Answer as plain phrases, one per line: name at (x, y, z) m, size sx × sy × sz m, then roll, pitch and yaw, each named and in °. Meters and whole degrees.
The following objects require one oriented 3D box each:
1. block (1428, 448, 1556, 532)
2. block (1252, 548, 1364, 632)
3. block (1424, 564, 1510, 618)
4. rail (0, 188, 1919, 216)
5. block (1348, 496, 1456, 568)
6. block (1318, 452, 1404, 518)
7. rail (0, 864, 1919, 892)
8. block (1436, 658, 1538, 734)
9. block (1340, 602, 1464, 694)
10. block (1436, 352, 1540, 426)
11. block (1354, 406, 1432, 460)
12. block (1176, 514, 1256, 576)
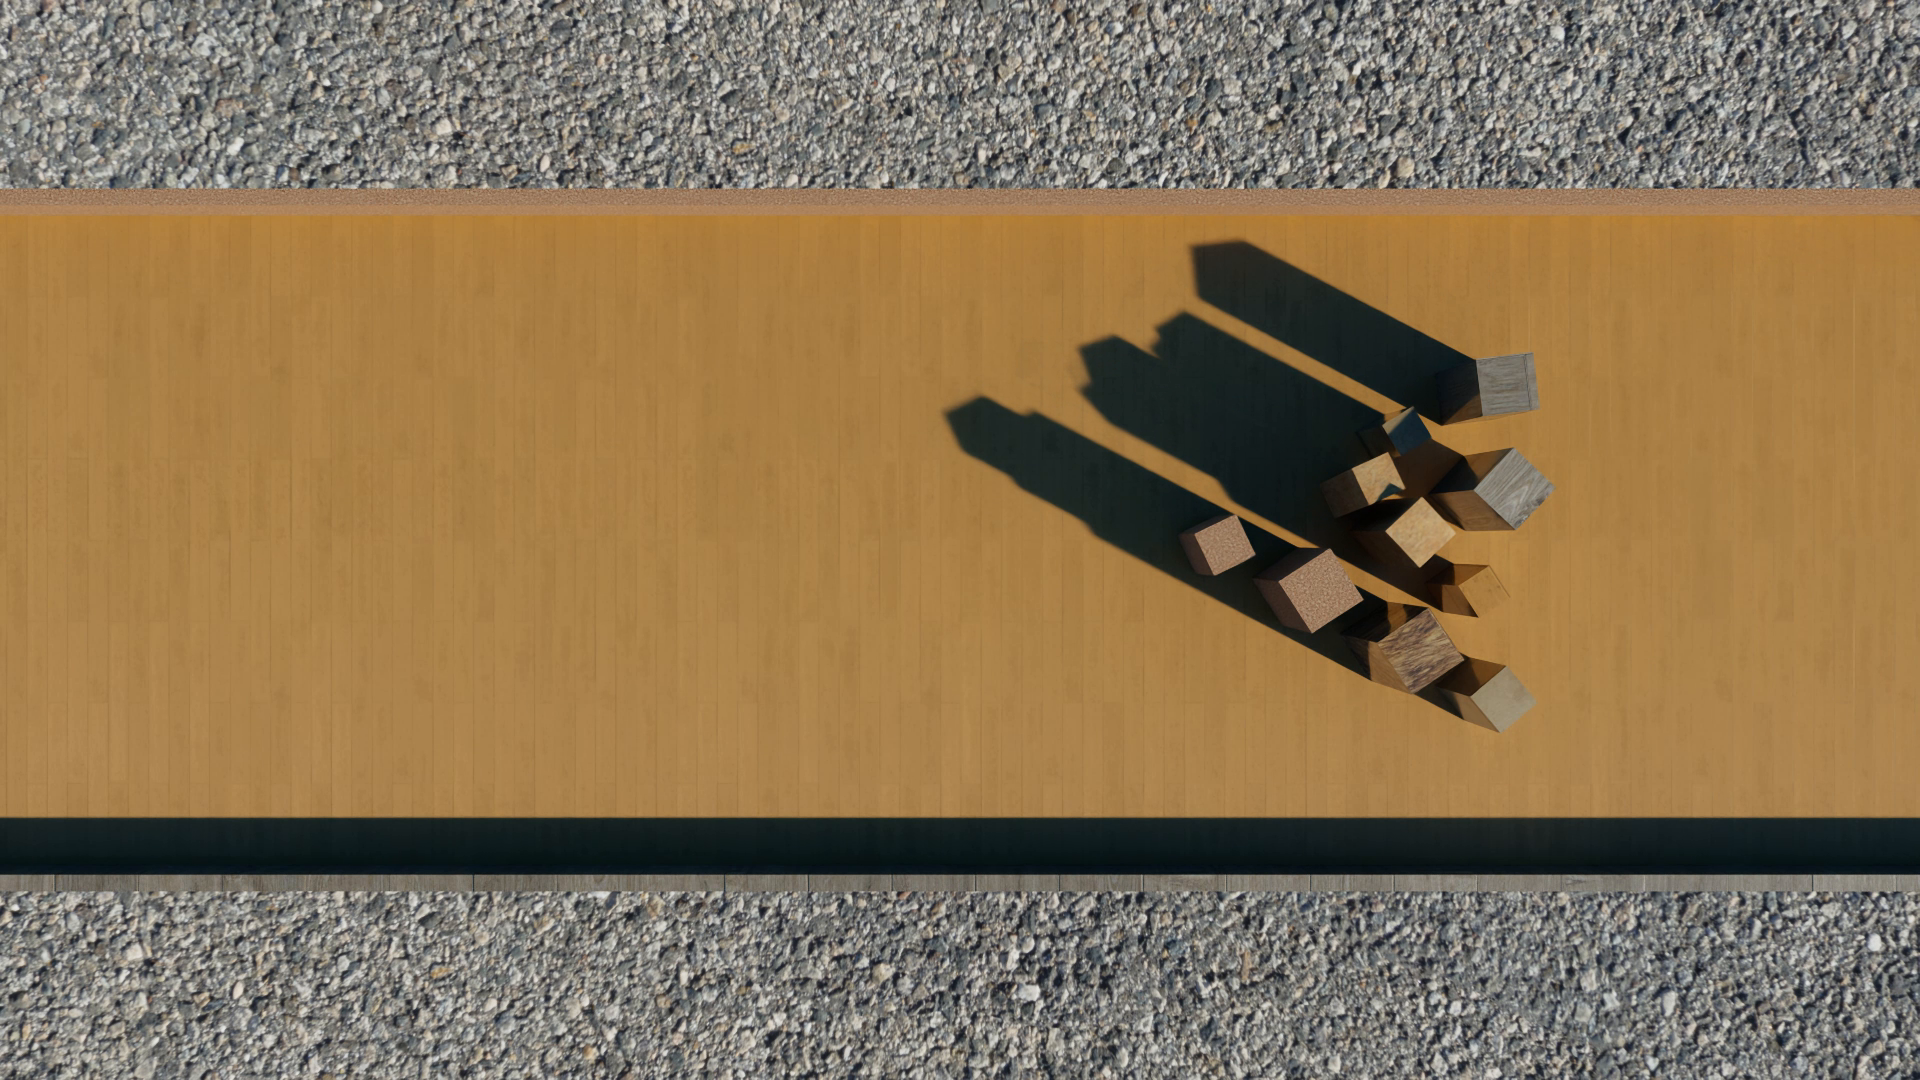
block at (1.554, -0.143, 4.848) m, size 0.164 × 0.457 × 0.164 m, roll 44°, pitch 90°, yaw 0°
block at (1.016, 0.143, 4.859) m, size 0.173 × 0.434 × 0.173 m, roll -33°, pitch 90°, yaw 0°
block at (1.504, 0.148, 4.902) m, size 0.109 × 0.348 × 0.109 m, roll -33°, pitch 90°, yaw 0°
rail at (-2.247, -1.025, 5.002) m, size 12.000 × 0.150 × 0.050 m, roll 0°, pitch 90°, yaw 0°
block at (1.294, -0.023, 4.855) m, size 0.141 × 0.442 × 0.141 m, roll -43°, pitch 90°, yaw 0°
block at (1.183, -0.158, 4.873) m, size 0.115 × 0.394 × 0.115 m, roll -24°, pitch 86°, yaw -3°
rail at (-2.247, 1.025, 5.001) m, size 12.000 × 0.150 × 0.050 m, roll 0°, pitch 90°, yaw 0°
block at (1.560, 0.458, 4.902) m, size 0.138 × 0.349 × 0.138 m, roll -40°, pitch 90°, yaw 0°
block at (1.291, 0.312, 4.848) m, size 0.177 × 0.456 × 0.177 m, roll -34°, pitch 90°, yaw 0°
block at (1.553, -0.442, 4.876) m, size 0.164 × 0.401 × 0.164 m, roll -7°, pitch 90°, yaw 0°
block at (1.287, -0.313, 4.912) m, size 0.105 × 0.328 × 0.105 m, roll -32°, pitch 90°, yaw 0°
block at (0.755, 0.014, 4.885) m, size 0.132 × 0.382 × 0.132 m, roll -26°, pitch 90°, yaw 0°
